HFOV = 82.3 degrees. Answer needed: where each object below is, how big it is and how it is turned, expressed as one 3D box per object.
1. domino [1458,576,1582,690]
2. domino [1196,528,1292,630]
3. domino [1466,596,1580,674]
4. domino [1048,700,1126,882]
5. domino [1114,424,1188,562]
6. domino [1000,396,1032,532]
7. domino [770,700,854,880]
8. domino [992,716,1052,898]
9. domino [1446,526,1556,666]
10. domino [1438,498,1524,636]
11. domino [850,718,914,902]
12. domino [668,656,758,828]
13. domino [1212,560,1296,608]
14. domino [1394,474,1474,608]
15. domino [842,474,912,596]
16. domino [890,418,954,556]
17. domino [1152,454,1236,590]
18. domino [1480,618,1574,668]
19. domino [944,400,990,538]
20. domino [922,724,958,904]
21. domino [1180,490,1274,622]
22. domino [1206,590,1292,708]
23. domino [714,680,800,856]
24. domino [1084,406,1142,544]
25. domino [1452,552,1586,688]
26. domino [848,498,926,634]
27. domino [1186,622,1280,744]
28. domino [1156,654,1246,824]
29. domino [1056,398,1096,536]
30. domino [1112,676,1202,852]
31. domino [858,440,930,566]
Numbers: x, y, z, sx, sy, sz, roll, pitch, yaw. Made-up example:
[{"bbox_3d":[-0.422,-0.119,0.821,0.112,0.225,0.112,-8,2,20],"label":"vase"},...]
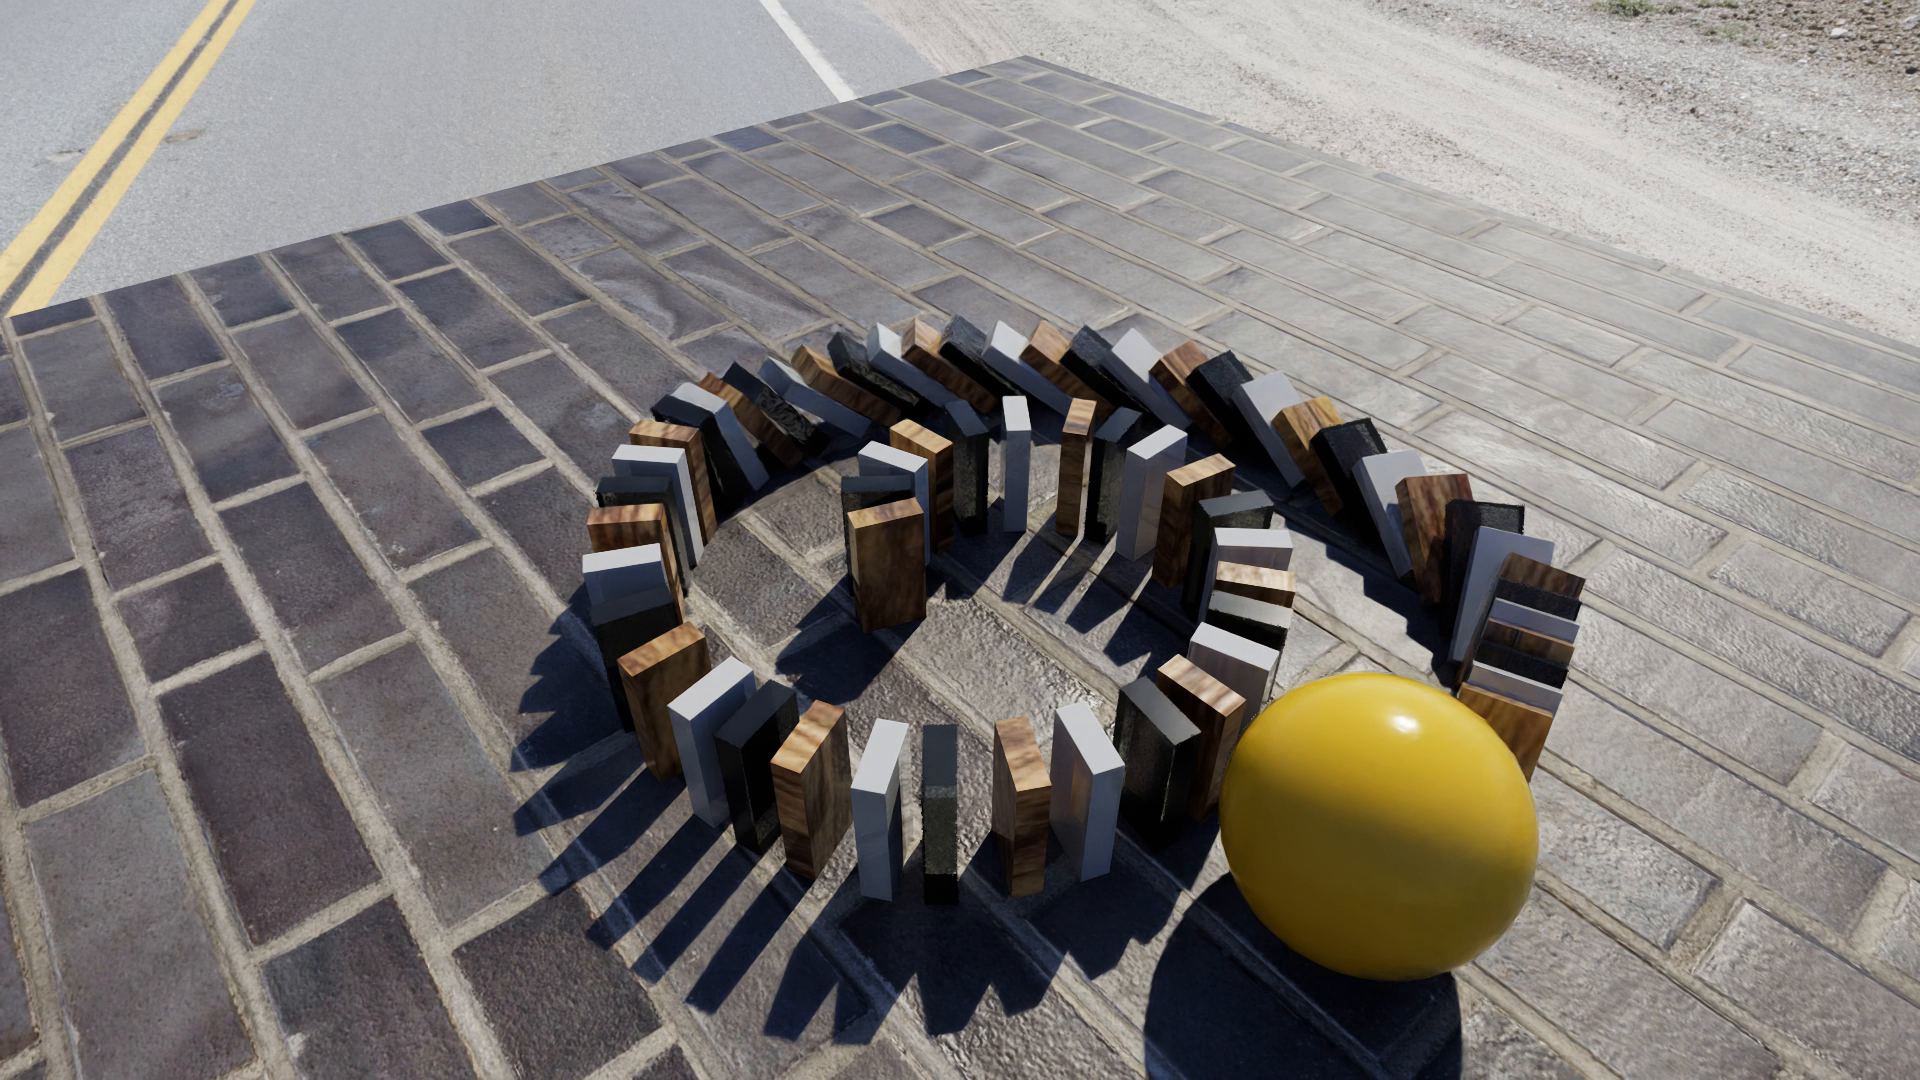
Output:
[{"bbox_3d":[0.184,0.040,0.365,0.025,0.050,0.010,18,10,21],"label":"domino"},{"bbox_3d":[0.100,0.019,0.389,0.025,0.050,0.009,2,39,3],"label":"domino"},{"bbox_3d":[0.178,0.046,0.357,0.025,0.050,0.009,19,10,22],"label":"domino"},{"bbox_3d":[0.036,0.074,0.321,0.010,0.050,0.025,-13,41,-16],"label":"domino"},{"bbox_3d":[0.075,-0.018,0.434,0.025,0.050,0.010,-30,48,-32],"label":"domino"},{"bbox_3d":[0.022,-0.031,0.449,0.009,0.050,0.025,-2,39,-2],"label":"domino"},{"bbox_3d":[-0.042,0.074,0.322,0.010,0.050,0.025,16,42,18],"label":"domino"},{"bbox_3d":[0.017,0.077,0.317,0.010,0.050,0.025,-8,40,-10],"label":"domino"},{"bbox_3d":[0.193,0.022,0.393,0.025,0.009,0.050,14,80,15],"label":"domino"},{"bbox_3d":[0.193,0.011,0.406,0.025,0.010,0.050,7,79,8],"label":"domino"},{"bbox_3d":[-0.022,0.078,0.316,0.010,0.050,0.025,8,40,10],"label":"domino"},{"bbox_3d":[-0.072,0.062,0.336,0.009,0.050,0.025,26,46,28],"label":"domino"},{"bbox_3d":[0.096,0.031,0.374,0.025,0.050,0.009,9,40,11],"label":"domino"},{"bbox_3d":[0.187,0.000,0.423,0.025,0.010,0.050,-4,72,-5],"label":"domino"},{"bbox_3d":[-0.030,-0.001,0.413,0.025,0.050,0.009,-2,39,-3],"label":"domino"},{"bbox_3d":[-0.015,-0.021,0.437,0.025,0.050,0.010,31,48,32],"label":"domino"},{"bbox_3d":[0.089,-0.007,0.420,0.025,0.050,0.009,-21,44,-23],"label":"domino"},{"bbox_3d":[0.173,0.053,0.349,0.025,0.050,0.009,19,10,22],"label":"domino"},{"bbox_3d":[0.002,-0.029,0.446,0.010,0.050,0.025,-14,41,-16],"label":"domino"},{"bbox_3d":[-0.006,0.079,0.315,0.009,0.050,0.025,0,39,0],"label":"domino"},{"bbox_3d":[0.098,0.006,0.404,0.025,0.050,0.009,-10,40,-12],"label":"domino"},{"bbox_3d":[0.091,0.041,0.361,0.025,0.050,0.009,14,41,17],"label":"domino"},{"bbox_3d":[-0.058,0.068,0.328,0.009,0.050,0.025,21,44,23],"label":"domino"},{"bbox_3d":[0.061,-0.026,0.443,0.010,0.050,0.025,21,44,24],"label":"domino"},{"bbox_3d":[0.193,0.032,0.380,0.025,0.009,0.050,23,82,19],"label":"domino"},{"bbox_3d":[-0.026,0.010,0.399,0.025,0.050,0.009,-13,41,-16],"label":"domino"},{"bbox_3d":[0.083,0.051,0.349,0.025,0.050,0.009,21,44,24],"label":"domino"},{"bbox_3d":[0.070,0.061,0.336,0.009,0.050,0.025,-30,48,-31],"label":"domino"},{"bbox_3d":[0.047,-0.029,0.447,0.010,0.050,0.025,9,40,11],"label":"domino"},{"bbox_3d":[0.057,0.068,0.329,0.009,0.050,0.025,-21,44,-23],"label":"domino"},{"bbox_3d":[-0.025,-0.012,0.426,0.025,0.050,0.010,20,43,23],"label":"domino"}]
